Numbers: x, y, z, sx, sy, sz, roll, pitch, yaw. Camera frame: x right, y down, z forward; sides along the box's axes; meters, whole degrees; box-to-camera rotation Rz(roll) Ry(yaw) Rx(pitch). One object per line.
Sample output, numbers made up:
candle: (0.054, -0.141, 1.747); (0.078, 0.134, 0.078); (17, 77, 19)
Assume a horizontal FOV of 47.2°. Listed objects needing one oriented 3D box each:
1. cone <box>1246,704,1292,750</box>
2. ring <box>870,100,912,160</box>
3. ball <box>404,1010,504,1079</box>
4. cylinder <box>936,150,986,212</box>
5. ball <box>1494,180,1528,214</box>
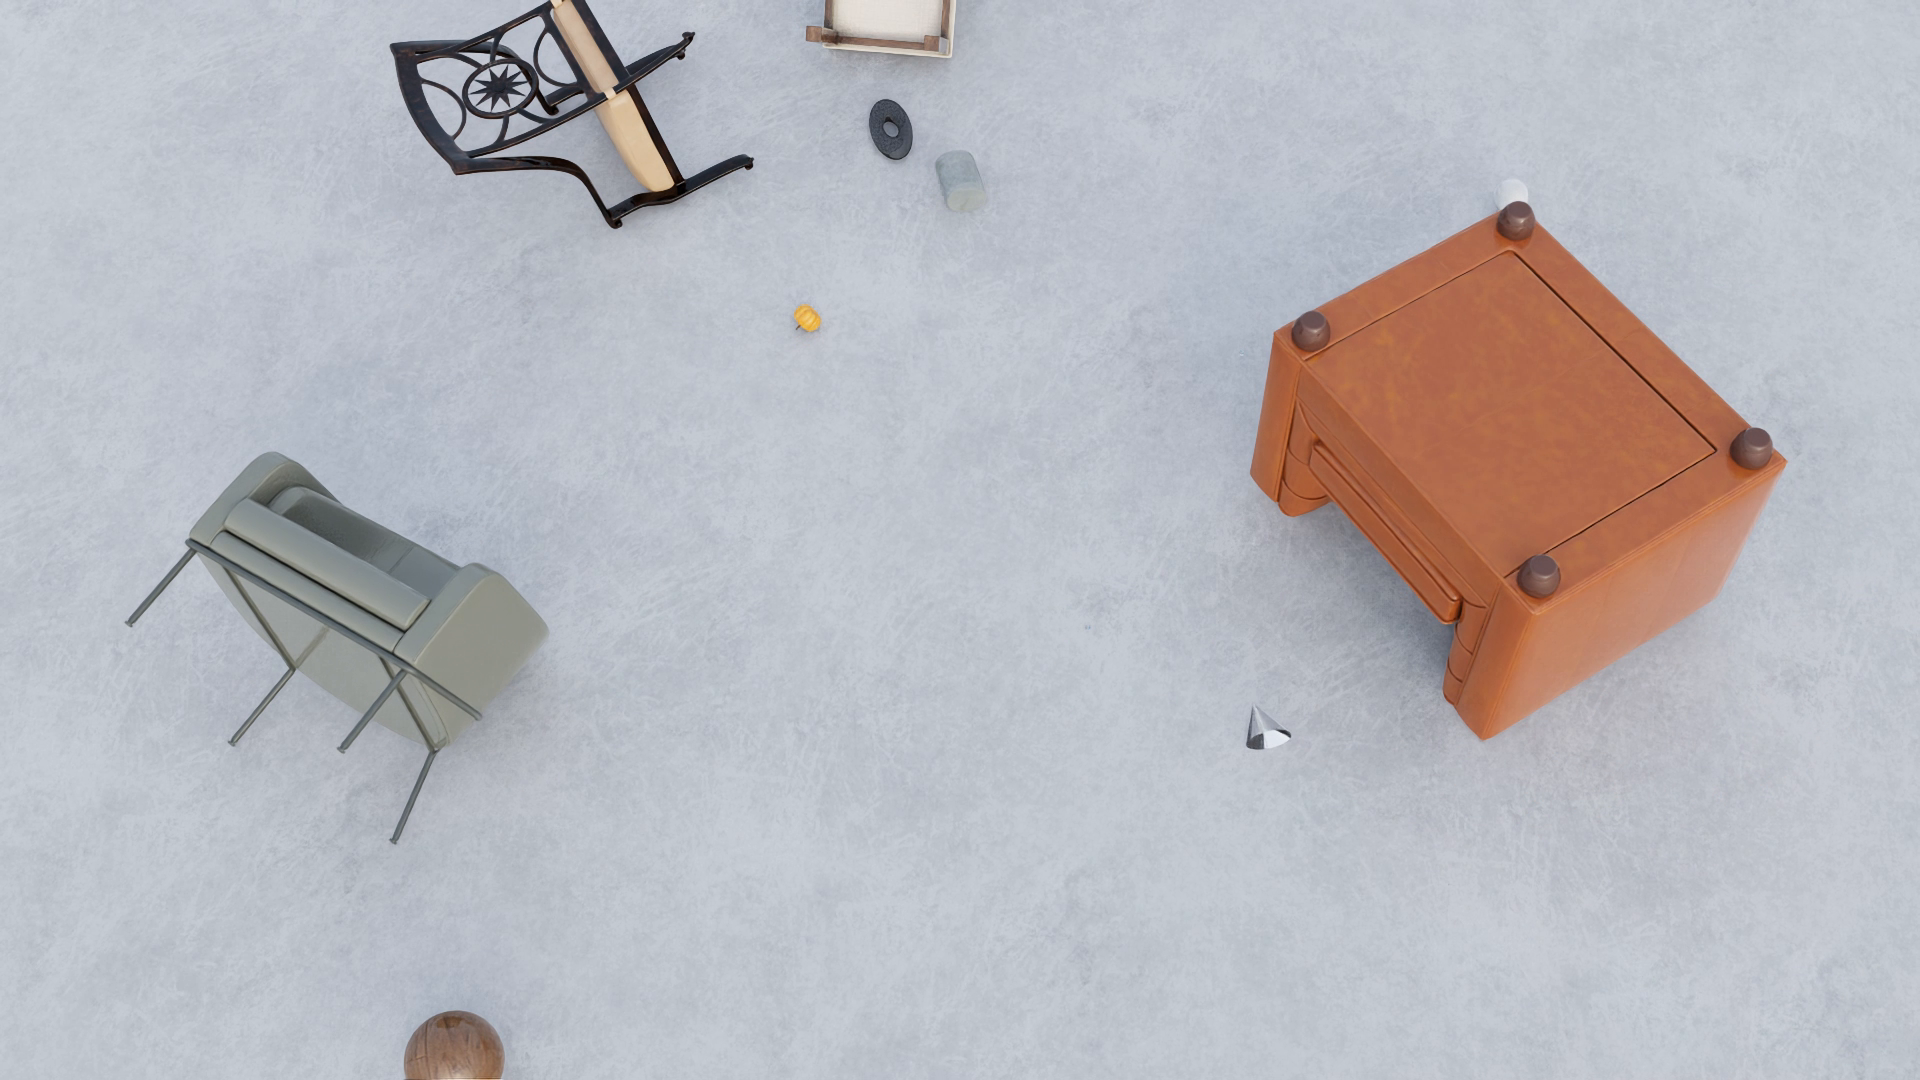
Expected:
cone: (0.850, 0.512, 6.209); (0.134, 0.073, 0.146); (-11, 43, -6)
ring: (-0.235, -1.396, 7.475); (0.144, 0.062, 0.270); (-9, 57, -8)
ball: (-1.274, 1.313, 5.543); (0.250, 0.250, 0.250); (0, 56, 0)
cylinder: (0.002, -1.194, 7.307); (0.134, 0.113, 0.172); (-4, 55, -18)
ball: (1.821, -1.133, 7.267); (0.112, 0.112, 0.112); (0, 56, 0)
